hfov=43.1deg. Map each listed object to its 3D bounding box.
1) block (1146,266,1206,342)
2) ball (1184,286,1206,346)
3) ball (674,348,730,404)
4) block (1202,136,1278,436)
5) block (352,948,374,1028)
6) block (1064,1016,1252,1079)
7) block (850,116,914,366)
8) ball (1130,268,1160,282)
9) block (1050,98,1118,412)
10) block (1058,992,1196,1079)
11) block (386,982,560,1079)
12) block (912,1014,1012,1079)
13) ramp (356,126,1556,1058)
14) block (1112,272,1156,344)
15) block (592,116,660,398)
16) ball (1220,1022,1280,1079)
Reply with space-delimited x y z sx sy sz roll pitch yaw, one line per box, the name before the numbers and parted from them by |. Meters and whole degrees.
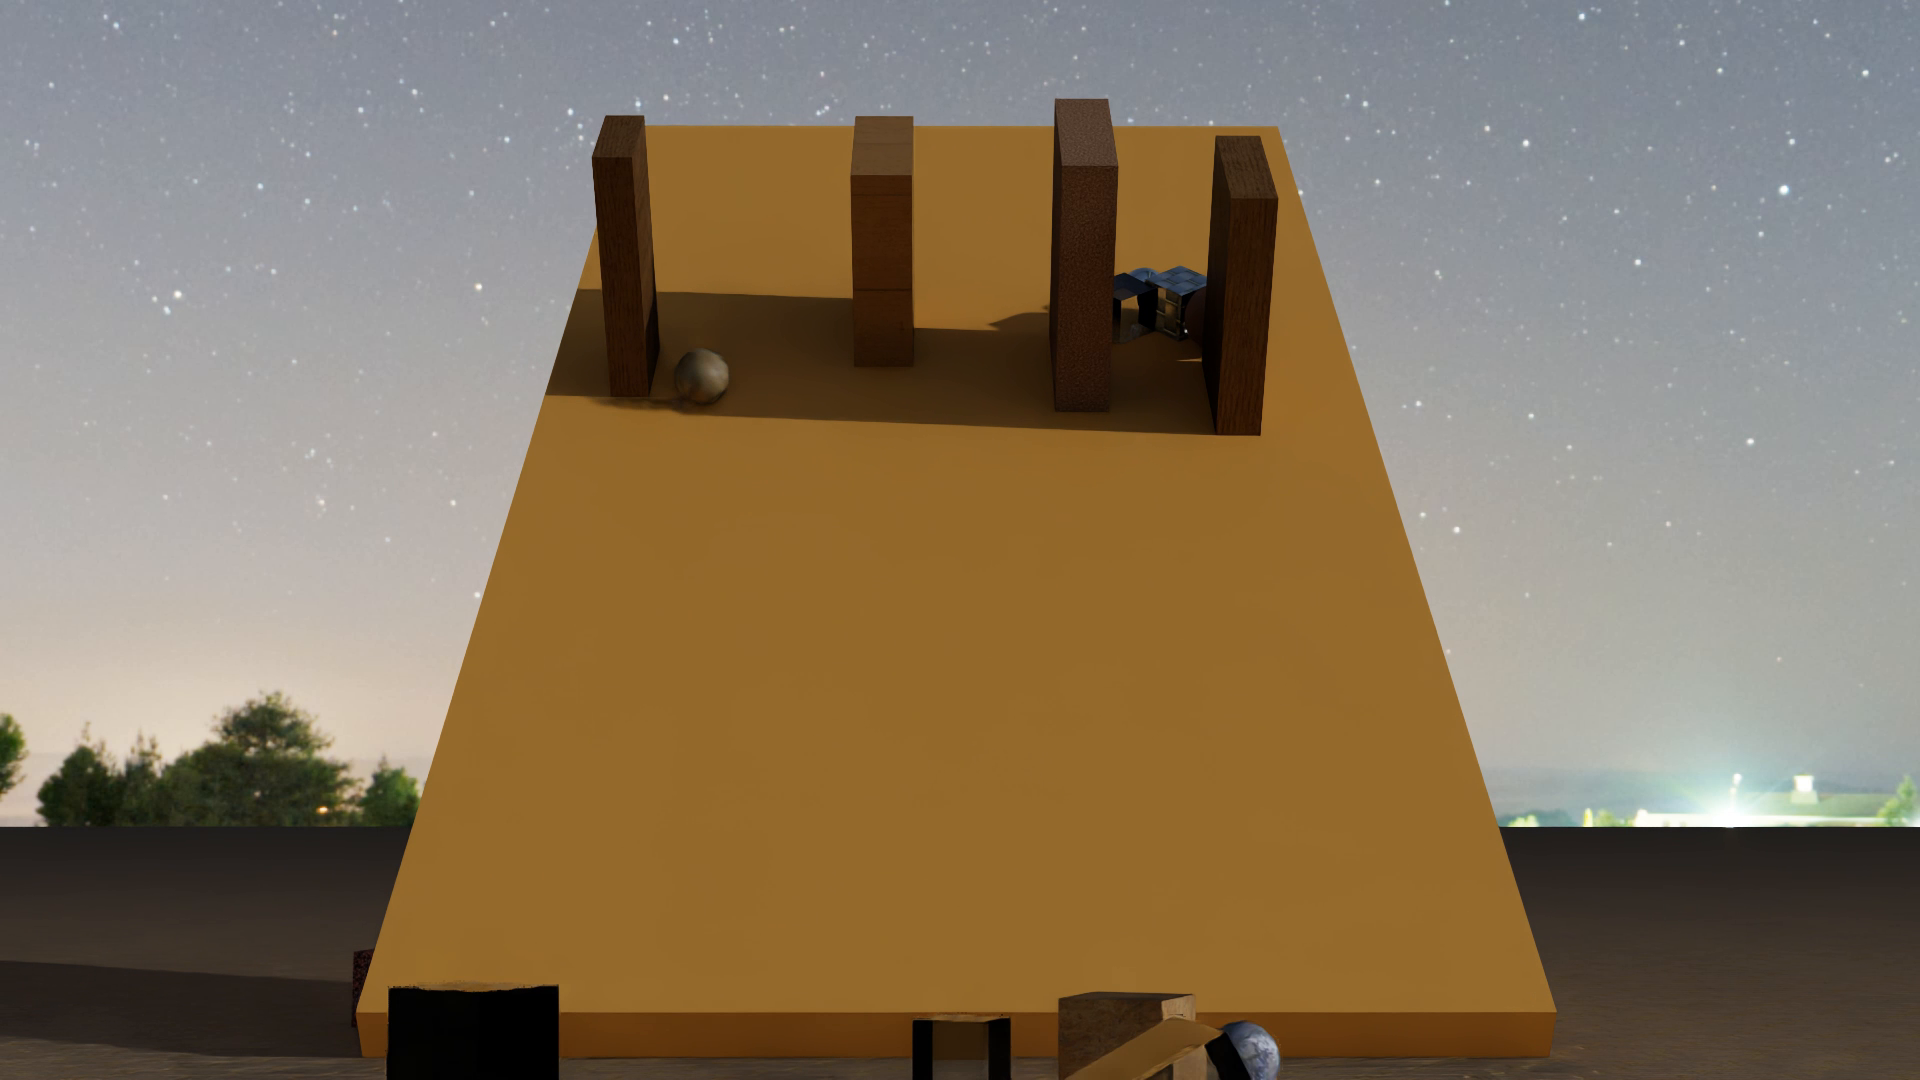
block | 0.565 -0.608 6.244 0.130 0.130 0.130 -24 39 -35
ball | 0.652 -0.561 6.127 0.172 0.172 0.172 0 -7 0
ball | -0.623 -0.396 5.880 0.134 0.134 0.134 0 -7 0
block | 0.661 -0.605 5.779 0.106 0.605 0.380 0 31 0
block | -1.095 0.876 4.762 0.144 0.144 0.144 -1 -7 6
block | 0.168 0.519 2.027 0.168 0.168 0.168 -28 -1 -12
block | -0.191 -0.752 6.107 0.147 0.513 0.386 0 31 0
ball | 0.479 -0.650 6.324 0.119 0.119 0.119 0 -7 0
block | 0.295 -0.691 5.889 0.129 0.635 0.426 0 31 0
block | 0.236 0.717 3.412 0.151 0.151 0.151 -3 -7 23
block | -0.680 0.708 3.399 0.166 0.166 0.166 -4 -8 32
block | 0.003 0.752 3.539 0.110 0.110 0.110 -3 -7 23
ramp | -0.014 -0.201 5.786 2.000 0.100 4.000 0 31 0
block | 0.415 -0.594 6.227 0.122 0.122 0.122 -23 38 -33
block | -0.805 -0.684 5.881 0.093 0.624 0.266 0 31 0
ball | 0.408 0.750 3.509 0.108 0.108 0.108 0 -7 0
